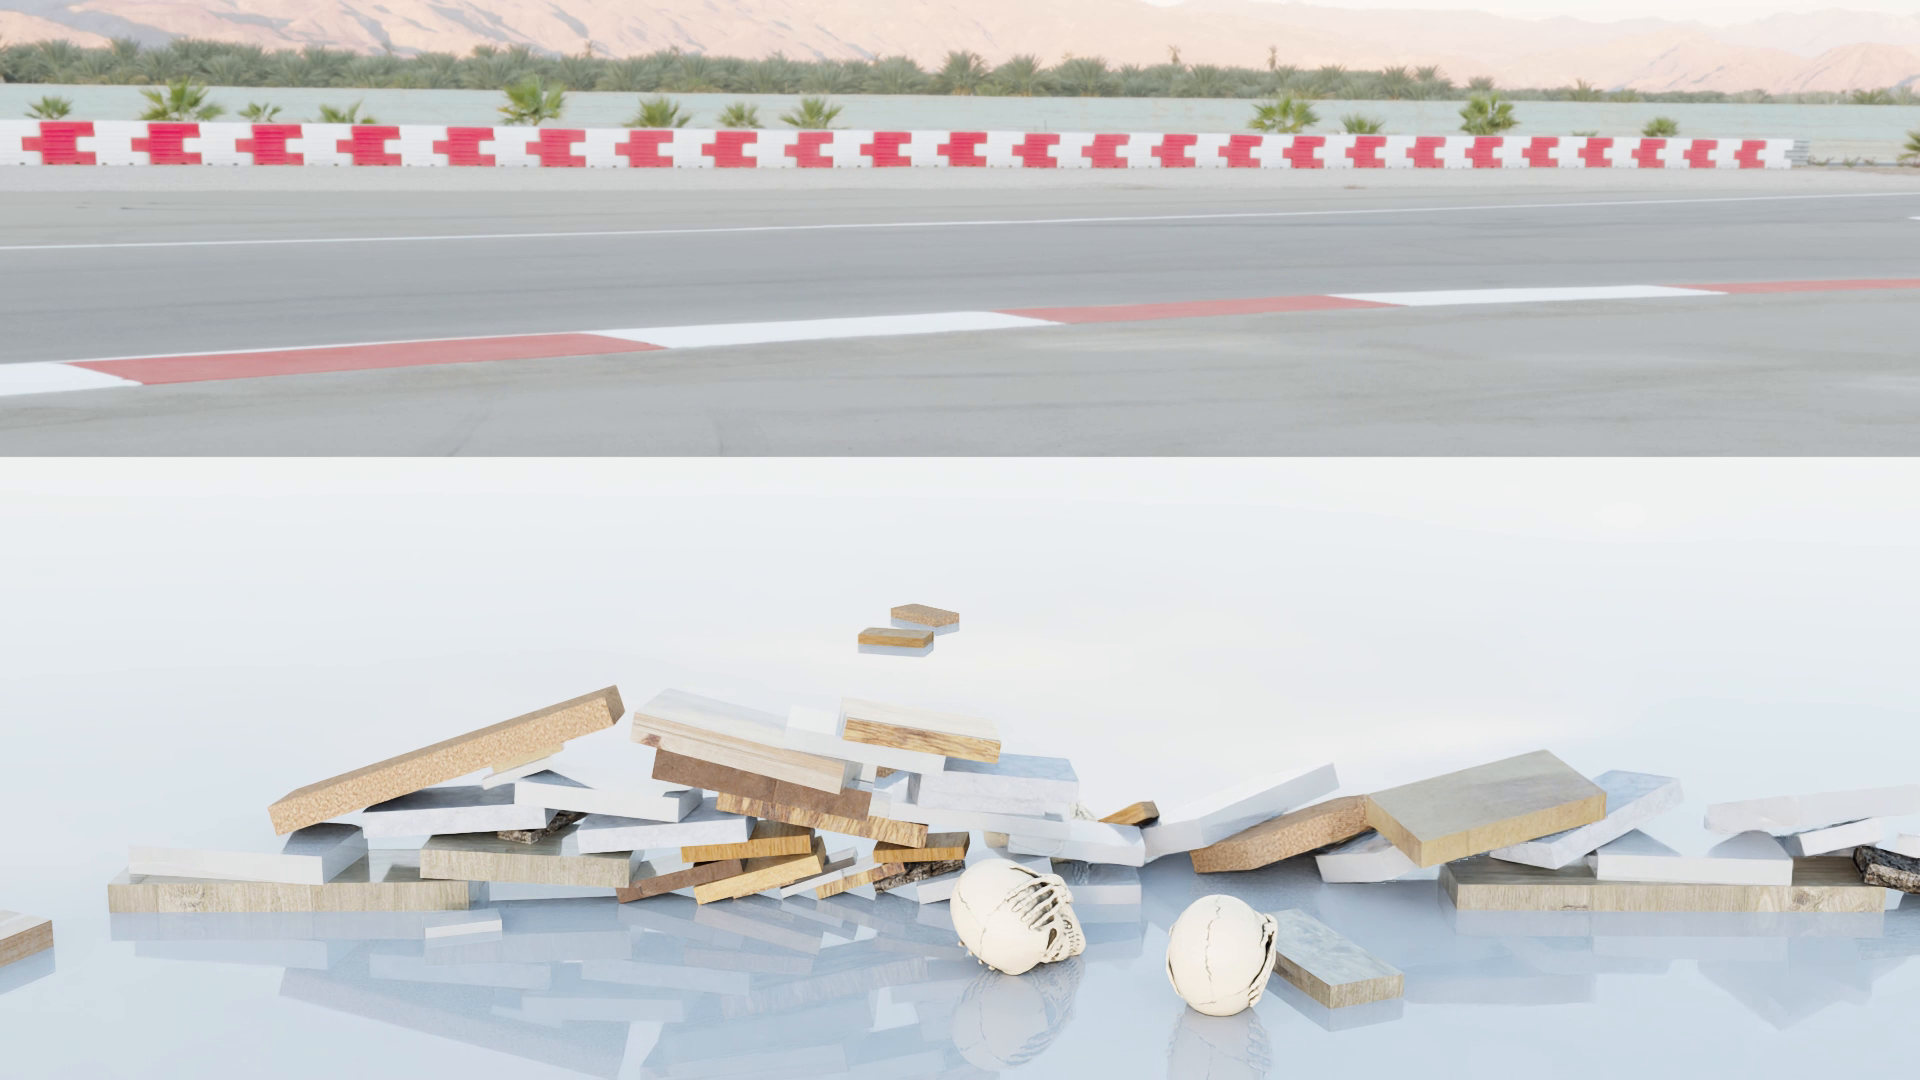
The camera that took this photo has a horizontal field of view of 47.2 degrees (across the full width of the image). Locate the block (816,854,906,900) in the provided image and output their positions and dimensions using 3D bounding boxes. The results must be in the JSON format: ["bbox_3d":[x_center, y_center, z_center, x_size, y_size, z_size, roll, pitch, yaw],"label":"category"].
[{"bbox_3d":[-0.166,0.554,3.674,0.151,0.021,0.076,-18,10,2],"label":"block"}]

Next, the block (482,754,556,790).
[{"bbox_3d":[-0.731,0.383,3.647,0.119,0.017,0.059,-18,4,-5],"label":"block"}]

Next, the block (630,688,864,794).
[{"bbox_3d":[-0.343,0.327,3.612,0.355,0.050,0.177,13,11,8],"label":"block"}]

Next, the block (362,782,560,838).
[{"bbox_3d":[-0.834,0.453,3.705,0.303,0.043,0.152,-3,8,2],"label":"block"}]

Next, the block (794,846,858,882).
[{"bbox_3d":[-0.223,0.540,3.662,0.105,0.015,0.053,-18,10,6],"label":"block"}]

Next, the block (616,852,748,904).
[{"bbox_3d":[-0.461,0.549,3.665,0.212,0.030,0.106,-14,10,3],"label":"block"}]

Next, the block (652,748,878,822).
[{"bbox_3d":[-0.319,0.380,3.638,0.355,0.050,0.177,12,11,-1],"label":"block"}]

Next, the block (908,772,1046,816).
[{"bbox_3d":[0.027,0.418,3.645,0.213,0.030,0.107,5,11,-11],"label":"block"}]

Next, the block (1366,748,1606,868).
[{"bbox_3d":[0.870,0.442,3.643,0.348,0.049,0.174,-12,23,-17],"label":"block"}]

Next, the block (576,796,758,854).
[{"bbox_3d":[-0.483,0.471,3.653,0.278,0.039,0.139,-4,10,4],"label":"block"}]

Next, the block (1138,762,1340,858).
[{"bbox_3d":[0.485,0.482,3.925,0.174,0.049,0.478,-17,-4,38],"label":"block"}]

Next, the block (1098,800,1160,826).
[{"bbox_3d":[0.283,0.491,3.832,0.107,0.030,0.213,-26,-11,8],"label":"block"}]

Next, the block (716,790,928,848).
[{"bbox_3d":[-0.226,0.441,3.663,0.347,0.039,0.139,11,11,-3],"label":"block"}]

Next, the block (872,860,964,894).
[{"bbox_3d":[-0.070,0.546,3.672,0.151,0.021,0.076,-18,10,3],"label":"block"}]

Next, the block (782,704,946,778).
[{"bbox_3d":[-0.154,0.326,3.582,0.259,0.037,0.130,11,11,-3],"label":"block"}]

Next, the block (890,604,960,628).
[{"bbox_3d":[-0.092,0.195,5.727,0.086,0.024,0.171,-10,15,-44],"label":"block"}]

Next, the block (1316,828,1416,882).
[{"bbox_3d":[0.787,0.499,3.737,0.338,0.048,0.169,-18,1,-31],"label":"block"}]

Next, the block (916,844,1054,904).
[{"bbox_3d":[0.041,0.549,3.664,0.224,0.032,0.112,-13,11,3],"label":"block"}]

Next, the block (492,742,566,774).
[{"bbox_3d":[-0.721,0.360,3.674,0.119,0.017,0.059,-18,4,-6],"label":"block"}]

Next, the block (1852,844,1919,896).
[{"bbox_3d":[1.600,0.559,3.607,0.238,0.034,0.119,13,11,10],"label":"block"}]

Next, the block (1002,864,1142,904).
[{"bbox_3d":[0.185,0.574,3.670,0.224,0.032,0.112,0,11,-1],"label":"block"}]

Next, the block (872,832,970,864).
[{"bbox_3d":[-0.063,0.510,3.650,0.151,0.021,0.076,-4,11,8],"label":"block"}]

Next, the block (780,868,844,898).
[{"bbox_3d":[-0.247,0.564,3.663,0.105,0.015,0.053,-18,10,1],"label":"block"}]

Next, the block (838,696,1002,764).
[{"bbox_3d":[-0.066,0.308,3.571,0.252,0.036,0.126,10,11,-8],"label":"block"}]

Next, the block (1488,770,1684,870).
[{"bbox_3d":[1.057,0.469,3.719,0.308,0.044,0.154,-20,10,-28],"label":"block"}]

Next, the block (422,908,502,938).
[{"bbox_3d":[-0.795,0.611,3.509,0.119,0.017,0.059,-4,11,-18],"label":"block"}]

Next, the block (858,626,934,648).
[{"bbox_3d":[-0.159,0.242,5.474,0.171,0.024,0.085,3,11,16],"label":"block"}]

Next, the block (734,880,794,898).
[{"bbox_3d":[-0.326,0.569,3.665,0.105,0.015,0.053,-15,10,4],"label":"block"}]

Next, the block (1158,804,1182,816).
[{"bbox_3d":[0.383,0.513,4.035,0.065,0.018,0.130,8,13,36],"label":"block"}]

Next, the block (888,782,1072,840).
[{"bbox_3d":[0.033,0.450,3.645,0.297,0.030,0.107,7,11,-1],"label":"block"}]

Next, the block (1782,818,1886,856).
[{"bbox_3d":[1.459,0.497,3.678,0.126,0.036,0.252,-15,-11,12],"label":"block"}]

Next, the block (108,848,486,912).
[{"bbox_3d":[-1.095,0.566,3.664,0.583,0.048,0.171,0,11,-1],"label":"block"}]

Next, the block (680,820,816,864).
[{"bbox_3d":[-0.350,0.496,3.645,0.211,0.030,0.106,-5,10,1],"label":"block"}]

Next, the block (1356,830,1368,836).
[{"bbox_3d":[0.745,0.513,4.034,0.065,0.018,0.130,9,14,41],"label":"block"}]

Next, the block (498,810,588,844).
[{"bbox_3d":[-0.700,0.474,3.737,0.065,0.018,0.202,7,11,22],"label":"block"}]

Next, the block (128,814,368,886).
[{"bbox_3d":[-1.186,0.515,3.673,0.341,0.048,0.171,2,11,10],"label":"block"}]

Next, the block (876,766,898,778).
[{"bbox_3d":[-0.149,0.439,4.417,0.086,0.024,0.171,5,12,26],"label":"block"}]

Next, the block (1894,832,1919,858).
[{"bbox_3d":[1.669,0.527,3.725,0.119,0.034,0.238,11,-1,33],"label":"block"}]

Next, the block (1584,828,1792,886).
[{"bbox_3d":[1.206,0.525,3.662,0.308,0.044,0.154,1,11,6],"label":"block"}]

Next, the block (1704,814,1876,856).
[{"bbox_3d":[1.477,0.525,3.920,0.259,0.037,0.130,-1,11,-3],"label":"block"}]

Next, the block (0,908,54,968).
[{"bbox_3d":[-1.549,0.632,3.328,0.152,0.043,0.303,5,12,25],"label":"block"}]

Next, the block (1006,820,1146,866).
[{"bbox_3d":[0.190,0.498,3.661,0.224,0.032,0.112,7,11,-2],"label":"block"}]

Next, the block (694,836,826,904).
[{"bbox_3d":[-0.331,0.548,3.658,0.212,0.030,0.106,-15,10,4],"label":"block"}]

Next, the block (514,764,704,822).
[{"bbox_3d":[-0.579,0.417,3.644,0.278,0.039,0.139,5,8,10],"label":"block"}]

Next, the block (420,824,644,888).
[{"bbox_3d":[-0.709,0.521,3.670,0.341,0.048,0.171,3,10,0],"label":"block"}]

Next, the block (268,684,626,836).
[{"bbox_3d":[-0.856,0.367,3.697,0.579,0.050,0.177,-18,4,-1],"label":"block"}]

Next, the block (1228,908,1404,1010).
[{"bbox_3d":[0.536,0.633,3.341,0.126,0.036,0.298,-4,11,-22],"label":"block"}]

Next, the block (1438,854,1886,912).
[{"bbox_3d":[1.160,0.570,3.658,0.693,0.044,0.154,0,11,1],"label":"block"}]

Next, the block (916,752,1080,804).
[{"bbox_3d":[0.059,0.388,3.643,0.259,0.037,0.130,6,11,-7],"label":"block"}]

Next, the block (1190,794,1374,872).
[{"bbox_3d":[0.580,0.501,3.782,0.337,0.048,0.169,-13,-4,-29],"label":"block"}]

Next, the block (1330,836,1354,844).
[{"bbox_3d":[0.637,0.529,3.948,0.130,0.018,0.065,-6,12,-28],"label":"block"}]

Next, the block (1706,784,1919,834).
[{"bbox_3d":[1.441,0.452,3.700,0.348,0.049,0.174,1,-11,-35],"label":"block"}]
